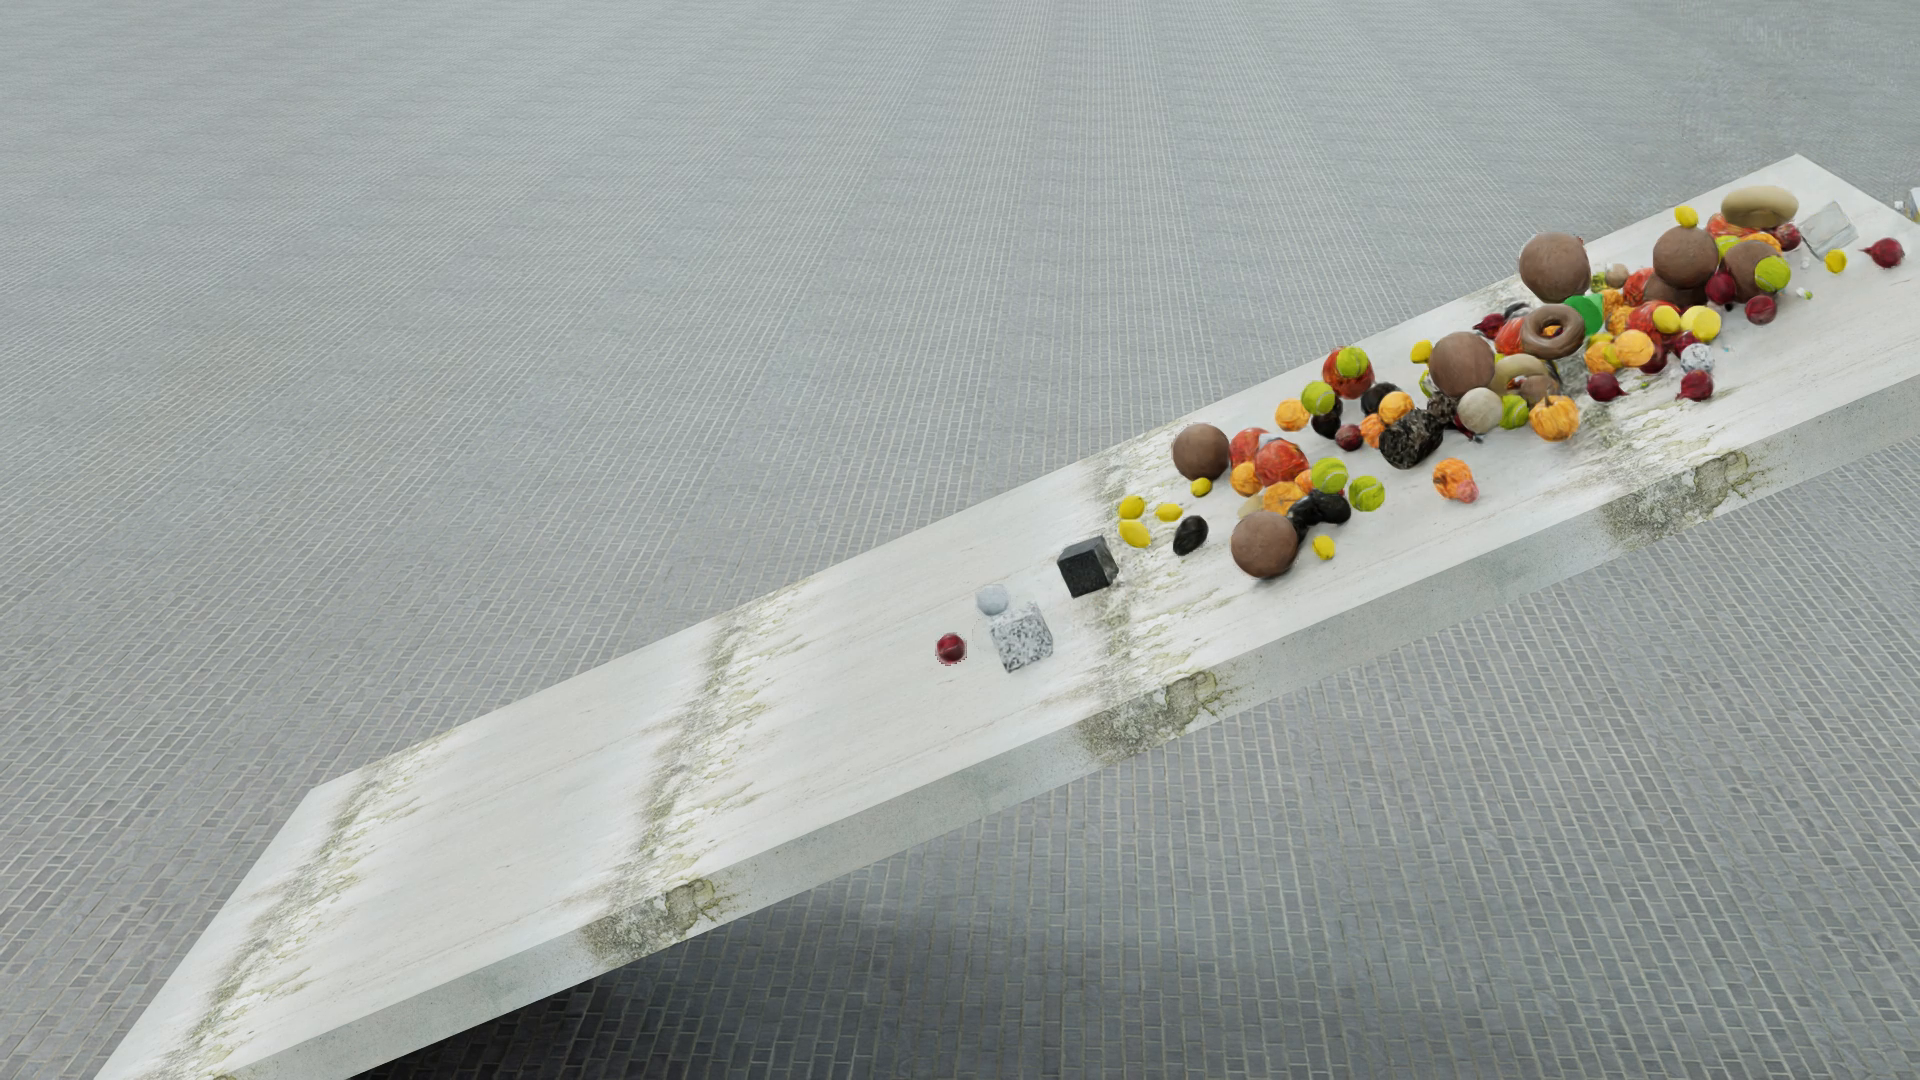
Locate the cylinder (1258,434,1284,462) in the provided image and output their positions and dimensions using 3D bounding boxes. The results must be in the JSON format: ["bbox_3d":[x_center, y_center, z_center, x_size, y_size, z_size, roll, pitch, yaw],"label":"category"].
[{"bbox_3d":[0.651,-0.193,6.155,0.050,0.050,0.050,1,13,0],"label":"cylinder"}]

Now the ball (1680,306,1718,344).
[{"bbox_3d":[1.453,-0.423,5.783,0.075,0.075,0.075,0,15,0],"label":"ball"}]

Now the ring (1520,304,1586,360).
[{"bbox_3d":[1.194,-0.420,5.929,0.134,0.045,0.134,-12,53,17],"label":"ring"}]

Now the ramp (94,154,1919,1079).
[{"bbox_3d":[0.133,0.170,6.284,4.000,0.100,2.000,-23,13,9],"label":"ramp"}]

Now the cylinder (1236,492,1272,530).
[{"bbox_3d":[0.596,-0.059,5.950,0.052,0.052,0.052,35,24,-18],"label":"cylinder"}]

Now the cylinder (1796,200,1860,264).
[{"bbox_3d":[1.741,-0.619,5.900,0.091,0.091,0.091,-36,4,20],"label":"cylinder"}]

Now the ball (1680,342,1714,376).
[{"bbox_3d":[1.402,-0.342,5.592,0.065,0.065,0.065,0,15,0],"label":"ball"}]

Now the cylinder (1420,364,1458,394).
[{"bbox_3d":[0.992,-0.326,6.093,0.054,0.054,0.054,41,25,8],"label":"cylinder"}]

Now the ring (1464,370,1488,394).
[{"bbox_3d":[1.082,-0.314,6.083,0.082,0.082,0.027,11,-24,34],"label":"ring"}]

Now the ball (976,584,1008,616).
[{"bbox_3d":[0.069,0.128,6.193,0.068,0.068,0.068,0,15,0],"label":"ball"}]

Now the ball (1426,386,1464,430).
[{"bbox_3d":[0.996,-0.268,5.996,0.089,0.089,0.089,0,15,0],"label":"ball"}]

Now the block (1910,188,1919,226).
[{"bbox_3d":[2.003,-0.659,6.012,0.096,0.096,0.096,-9,47,8],"label":"block"}]

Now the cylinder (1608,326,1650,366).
[{"bbox_3d":[1.341,-0.389,5.904,0.060,0.060,0.060,-33,31,-31],"label":"cylinder"}]

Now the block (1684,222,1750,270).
[{"bbox_3d":[1.612,-0.623,6.270,0.084,0.084,0.084,-27,11,-7],"label":"block"}]

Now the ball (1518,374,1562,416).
[{"bbox_3d":[1.143,-0.285,5.801,0.084,0.084,0.084,0,15,0],"label":"ball"}]

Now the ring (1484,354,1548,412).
[{"bbox_3d":[1.113,-0.315,5.881,0.131,0.131,0.044,-2,38,-9],"label":"ring"}]

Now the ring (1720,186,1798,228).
[{"bbox_3d":[1.562,-0.651,5.750,0.148,0.049,0.148,4,-14,1],"label":"ring"}]

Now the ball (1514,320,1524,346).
[{"bbox_3d":[1.226,-0.446,6.335,0.065,0.065,0.065,0,15,0],"label":"ball"}]

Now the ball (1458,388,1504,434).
[{"bbox_3d":[0.983,-0.245,5.555,0.086,0.086,0.086,0,15,0],"label":"ball"}]

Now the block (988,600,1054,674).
[{"bbox_3d":[0.120,0.190,5.788,0.094,0.094,0.094,-22,13,11],"label":"block"}]

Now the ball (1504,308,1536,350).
[{"bbox_3d":[1.199,-0.446,6.221,0.092,0.092,0.092,0,15,0],"label":"ball"}]

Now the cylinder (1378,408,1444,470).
[{"bbox_3d":[0.904,-0.202,5.898,0.092,0.092,0.092,-37,34,-28],"label":"cylinder"}]

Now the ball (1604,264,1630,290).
[{"bbox_3d":[1.374,-0.551,6.151,0.054,0.054,0.054,0,15,0],"label":"ball"}]

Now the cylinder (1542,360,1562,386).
[{"bbox_3d":[1.179,-0.328,5.934,0.055,0.055,0.055,-27,-9,-5],"label":"cylinder"}]

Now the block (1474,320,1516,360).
[{"bbox_3d":[1.169,-0.436,6.397,0.061,0.061,0.061,-32,14,-11],"label":"block"}]

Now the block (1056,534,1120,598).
[{"bbox_3d":[0.264,0.055,6.077,0.086,0.086,0.086,-20,14,22],"label":"block"}]

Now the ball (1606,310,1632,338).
[{"bbox_3d":[1.366,-0.448,6.098,0.056,0.056,0.056,0,15,0],"label":"ball"}]

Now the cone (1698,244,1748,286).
[{"bbox_3d":[1.595,-0.548,6.079,0.097,0.097,0.097,-9,33,-31],"label":"cone"}]
